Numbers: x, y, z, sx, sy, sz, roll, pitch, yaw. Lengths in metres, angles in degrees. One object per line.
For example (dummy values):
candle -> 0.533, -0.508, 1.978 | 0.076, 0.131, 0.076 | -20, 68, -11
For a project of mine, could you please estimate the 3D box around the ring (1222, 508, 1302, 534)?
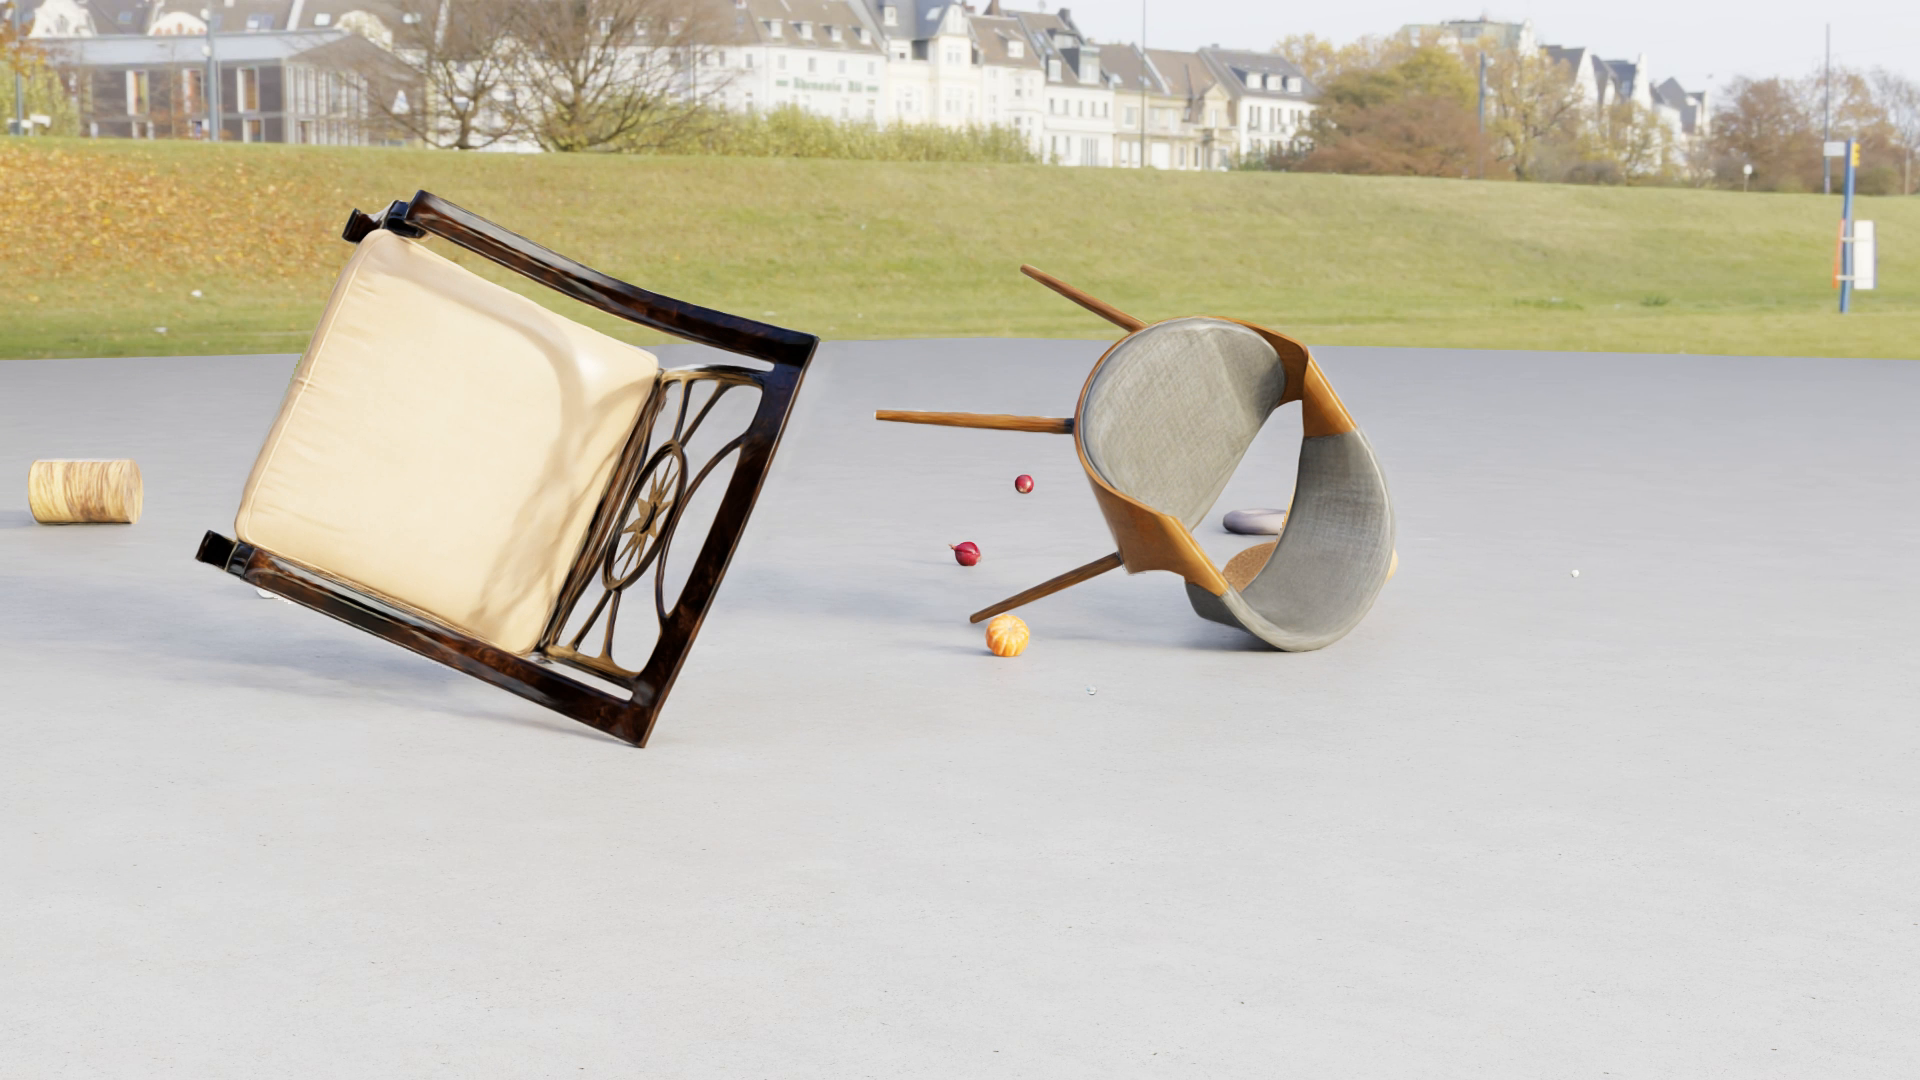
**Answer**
ring -> 0.780, -0.047, 6.610 | 0.196, 0.055, 0.223 | -5, 7, -32

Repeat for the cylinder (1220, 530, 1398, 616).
cylinder -> 0.695, 0.063, 5.096 | 0.235, 0.141, 0.312 | -10, -1, 36

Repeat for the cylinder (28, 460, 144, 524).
cylinder -> -2.321, -0.128, 6.816 | 0.245, 0.164, 0.207 | 0, -17, -3

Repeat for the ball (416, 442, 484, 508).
ball -> -1.452, -0.187, 7.302 | 0.189, 0.189, 0.189 | 0, 6, 0
